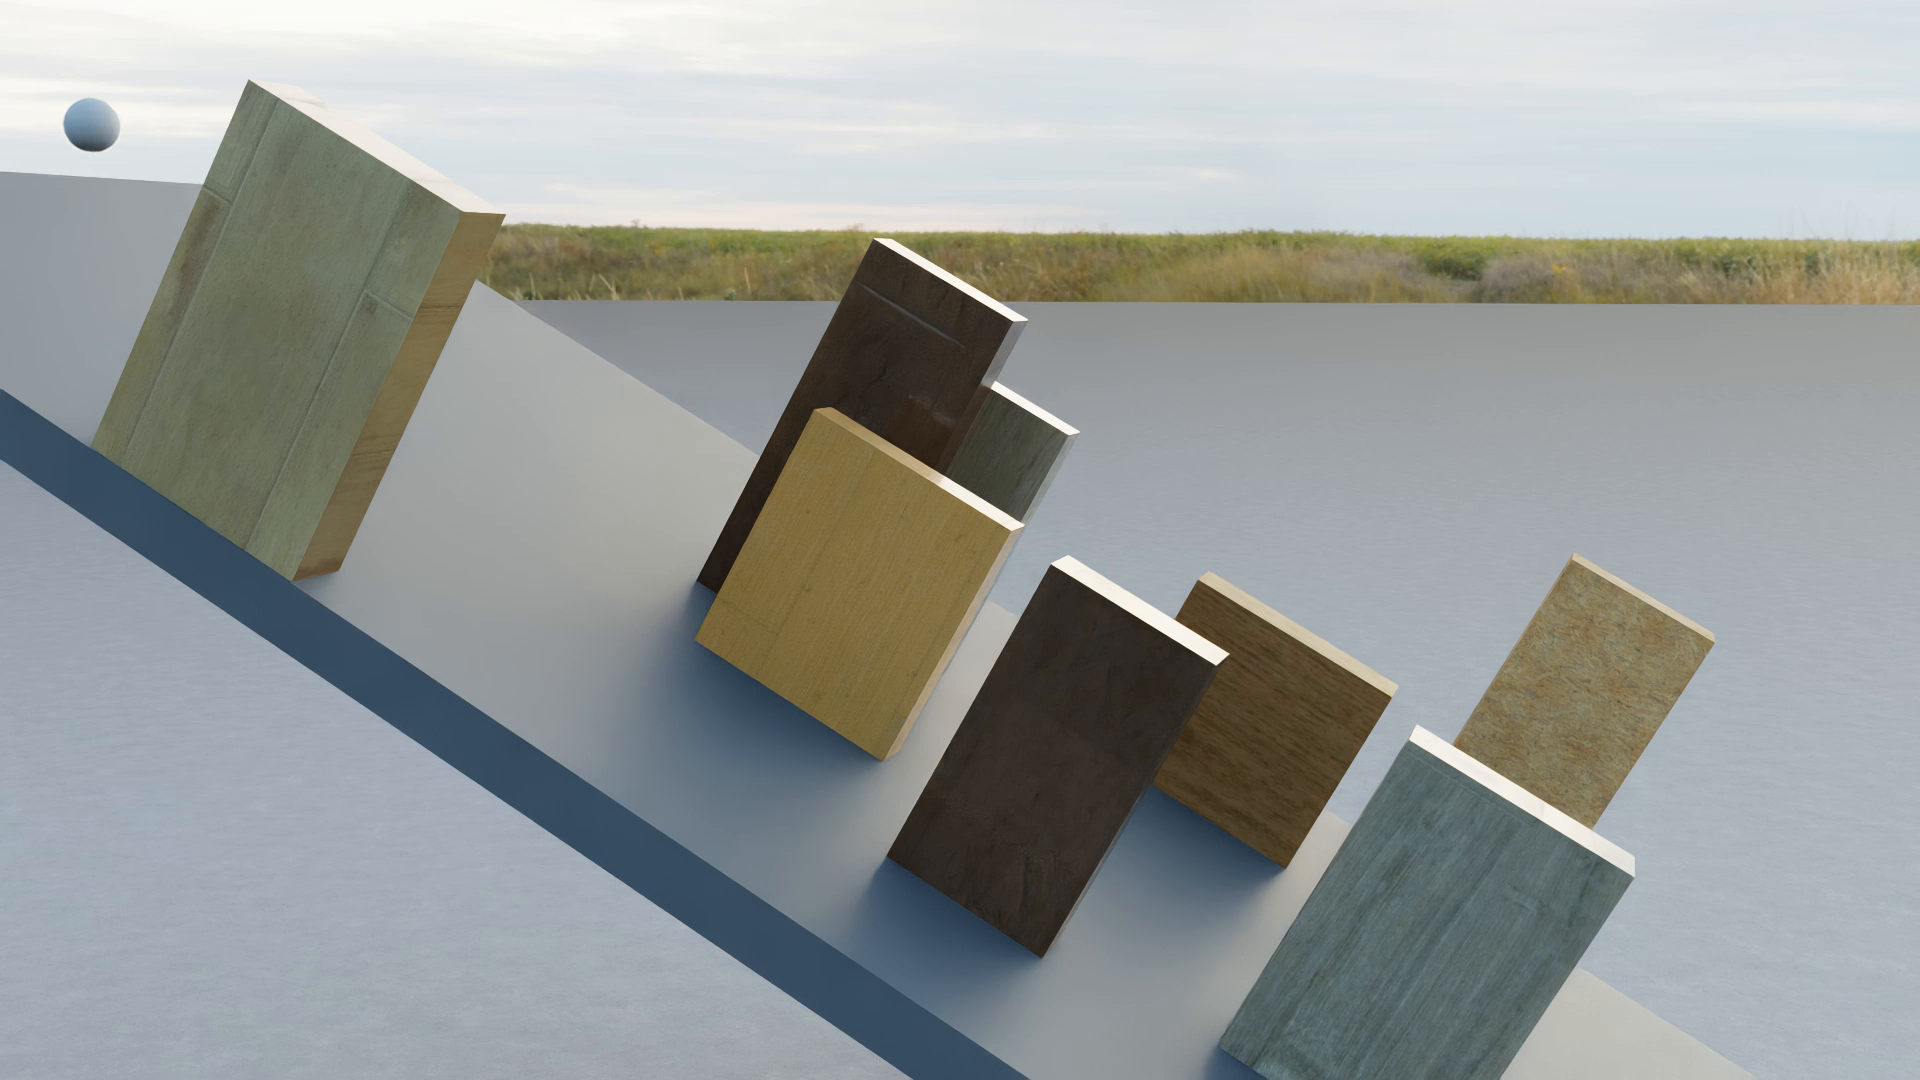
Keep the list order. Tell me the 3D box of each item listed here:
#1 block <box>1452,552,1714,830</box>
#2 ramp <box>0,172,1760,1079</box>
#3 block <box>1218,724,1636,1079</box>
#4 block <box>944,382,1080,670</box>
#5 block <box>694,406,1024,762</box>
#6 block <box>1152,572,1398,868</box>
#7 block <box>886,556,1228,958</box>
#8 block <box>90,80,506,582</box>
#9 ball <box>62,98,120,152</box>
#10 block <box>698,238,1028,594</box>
[{"bbox_3d":[1.234,0.446,4.651,0.327,0.776,0.125,32,15,11],"label":"block"},{"bbox_3d":[-0.197,0.325,4.134,4.000,0.100,2.000,32,15,11],"label":"ramp"},{"bbox_3d":[0.716,0.639,3.401,0.380,0.582,0.119,32,15,11],"label":"block"},{"bbox_3d":[-0.061,-0.066,4.404,0.371,0.559,0.089,32,15,11],"label":"block"},{"bbox_3d":[-0.181,0.076,3.857,0.407,0.475,0.083,32,15,11],"label":"block"},{"bbox_3d":[0.582,0.361,4.447,0.444,0.413,0.130,32,15,11],"label":"block"},{"bbox_3d":[0.149,0.338,3.435,0.294,0.547,0.107,32,15,11],"label":"block"},{"bbox_3d":[-1.006,-0.314,3.326,0.400,0.628,0.126,32,15,11],"label":"block"},{"bbox_3d":[-1.790,-0.855,4.533,0.111,0.111,0.111,0,7,0],"label":"ball"},{"bbox_3d":[-0.189,-0.164,4.130,0.305,0.741,0.101,32,15,11],"label":"block"}]
